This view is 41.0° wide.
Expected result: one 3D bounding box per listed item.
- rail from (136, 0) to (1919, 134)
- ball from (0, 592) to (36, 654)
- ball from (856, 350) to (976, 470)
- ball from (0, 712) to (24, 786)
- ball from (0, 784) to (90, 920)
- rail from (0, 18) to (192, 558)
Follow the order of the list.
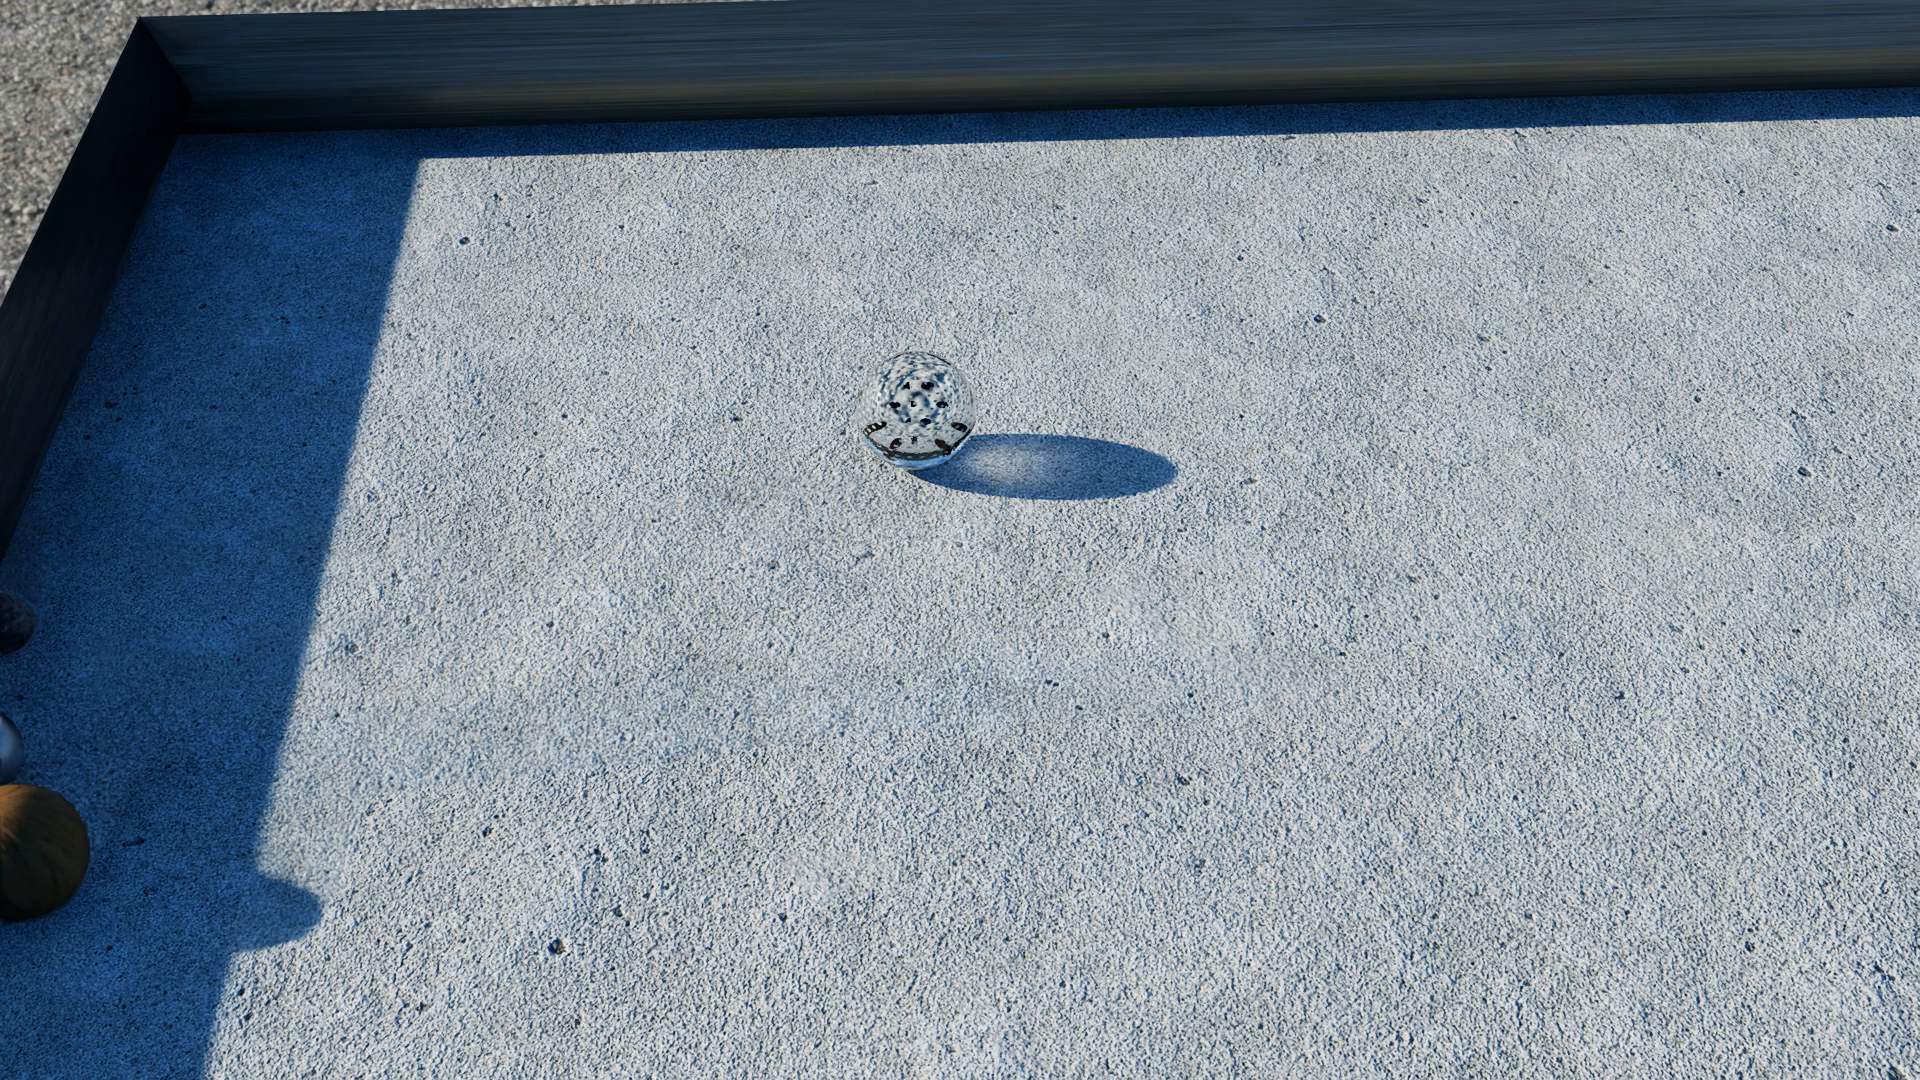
[{"bbox_3d":[0.639,-0.452,2.351,2.736,0.114,0.045,-2,36,-3],"label":"rail"},{"bbox_3d":[-0.636,0.055,1.705,0.040,0.040,0.040,0,36,0],"label":"ball"},{"bbox_3d":[-0.032,-0.094,1.874,0.088,0.088,0.088,0,36,0],"label":"ball"},{"bbox_3d":[-0.609,0.131,1.584,0.058,0.058,0.058,0,36,0],"label":"ball"},{"bbox_3d":[-0.548,0.182,1.494,0.080,0.080,0.080,0,36,0],"label":"ball"},{"bbox_3d":[-0.659,0.005,1.711,0.045,0.114,1.457,-2,36,-3],"label":"rail"}]
